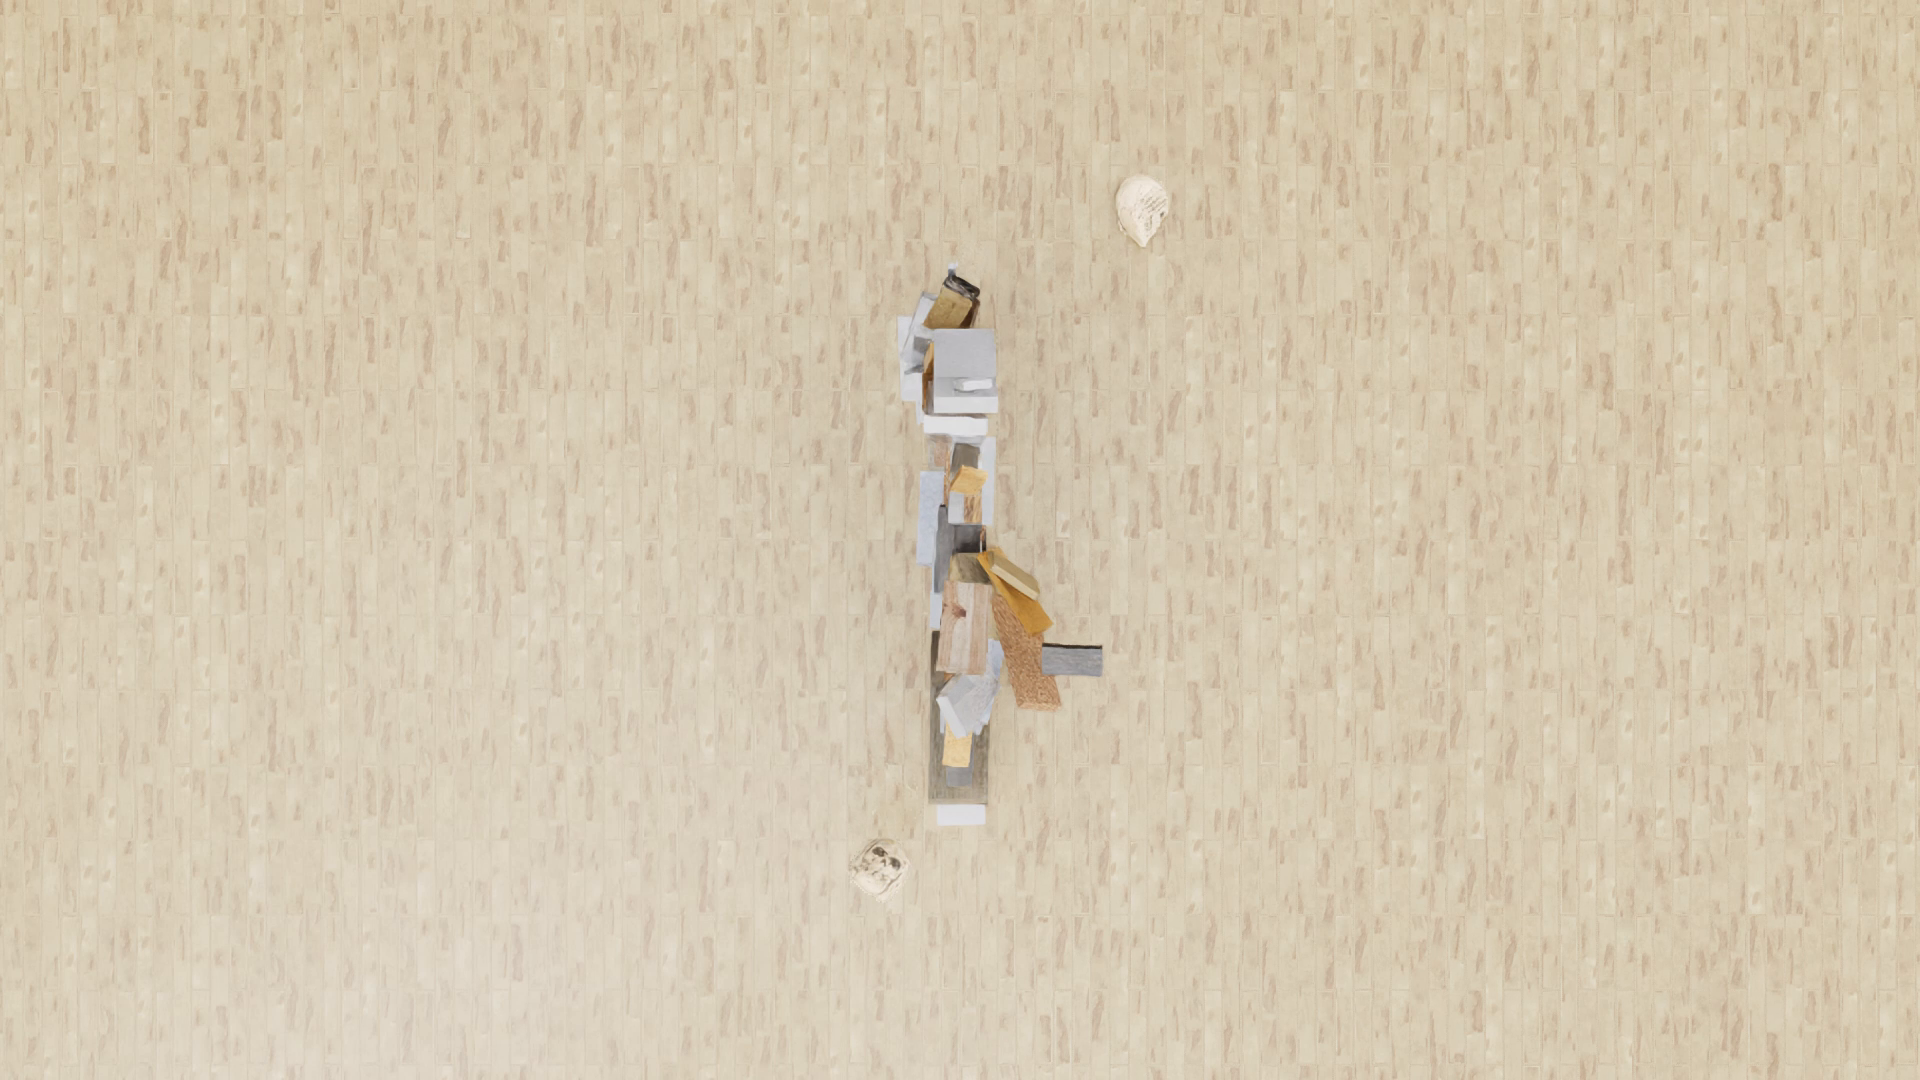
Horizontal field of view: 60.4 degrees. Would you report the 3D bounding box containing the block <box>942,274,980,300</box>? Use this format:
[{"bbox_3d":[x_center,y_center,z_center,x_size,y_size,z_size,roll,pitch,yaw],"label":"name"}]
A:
[{"bbox_3d":[0.007,-0.781,5.101,0.099,0.430,0.028,30,100,-2],"label":"block"}]

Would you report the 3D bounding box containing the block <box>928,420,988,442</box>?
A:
[{"bbox_3d":[-0.009,-0.314,4.673,0.160,0.320,0.045,1,88,-2],"label":"block"}]

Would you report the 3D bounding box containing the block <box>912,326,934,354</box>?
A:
[{"bbox_3d":[-0.096,-0.620,5.176,0.099,0.198,0.028,13,82,-2],"label":"block"}]

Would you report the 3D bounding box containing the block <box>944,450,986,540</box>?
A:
[{"bbox_3d":[0.016,-0.127,4.698,0.123,0.035,0.247,4,94,2],"label":"block"}]

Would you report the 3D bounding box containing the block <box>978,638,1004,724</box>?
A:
[{"bbox_3d":[0.044,0.371,4.406,0.112,0.032,0.223,16,71,-5],"label":"block"}]

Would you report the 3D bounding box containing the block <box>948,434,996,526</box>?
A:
[{"bbox_3d":[0.034,-0.167,4.620,0.123,0.035,0.247,2,84,-1],"label":"block"}]

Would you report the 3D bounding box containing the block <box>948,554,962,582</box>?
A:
[{"bbox_3d":[0.003,0.113,4.636,0.075,0.021,0.150,1,115,-19],"label":"block"}]

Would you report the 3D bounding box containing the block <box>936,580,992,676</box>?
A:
[{"bbox_3d":[0.011,0.222,4.177,0.121,0.034,0.242,7,59,-4],"label":"block"}]

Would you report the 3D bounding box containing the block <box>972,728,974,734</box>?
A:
[{"bbox_3d":[0.001,0.532,4.528,0.072,0.020,0.143,2,128,1],"label":"block"}]

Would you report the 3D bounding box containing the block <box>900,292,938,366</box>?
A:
[{"bbox_3d":[-0.096,-0.669,5.297,0.127,0.036,0.255,14,130,-10],"label":"block"}]

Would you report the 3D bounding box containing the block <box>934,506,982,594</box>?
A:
[{"bbox_3d":[-0.006,0.031,4.676,0.123,0.035,0.247,4,100,2],"label":"block"}]

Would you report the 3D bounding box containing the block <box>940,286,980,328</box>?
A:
[{"bbox_3d":[-0.012,-0.735,5.369,0.127,0.255,0.036,33,70,6],"label":"block"}]

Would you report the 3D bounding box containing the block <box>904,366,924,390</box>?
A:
[{"bbox_3d":[-0.092,-0.506,5.082,0.160,0.558,0.045,-4,98,-1],"label":"block"}]

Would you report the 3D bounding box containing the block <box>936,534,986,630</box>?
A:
[{"bbox_3d":[0.004,0.117,4.911,0.149,0.042,0.299,1,90,0],"label":"block"}]

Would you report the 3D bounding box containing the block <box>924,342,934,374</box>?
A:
[{"bbox_3d":[-0.011,-0.503,4.557,0.160,0.320,0.045,-2,89,-4],"label":"block"}]

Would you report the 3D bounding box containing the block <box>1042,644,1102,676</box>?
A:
[{"bbox_3d":[0.294,0.314,4.320,0.159,0.023,0.080,2,114,6],"label":"block"}]

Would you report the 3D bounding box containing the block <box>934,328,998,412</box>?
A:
[{"bbox_3d":[0.012,-0.440,4.255,0.160,0.320,0.045,0,130,-1],"label":"block"}]

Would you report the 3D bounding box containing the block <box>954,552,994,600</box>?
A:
[{"bbox_3d":[0.040,0.103,4.553,0.075,0.021,0.150,-1,57,-23],"label":"block"}]

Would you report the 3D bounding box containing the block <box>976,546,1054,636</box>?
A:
[{"bbox_3d":[0.149,0.138,4.496,0.269,0.080,0.023,55,131,18],"label":"block"}]

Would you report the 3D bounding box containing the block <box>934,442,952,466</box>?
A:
[{"bbox_3d":[-0.015,-0.331,4.852,0.116,0.033,0.231,1,90,-1],"label":"block"}]

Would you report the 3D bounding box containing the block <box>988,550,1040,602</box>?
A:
[{"bbox_3d":[0.145,0.095,4.453,0.159,0.080,0.023,35,111,-20],"label":"block"}]

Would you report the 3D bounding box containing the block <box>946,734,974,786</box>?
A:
[{"bbox_3d":[0.001,0.601,4.511,0.072,0.020,0.143,2,98,1],"label":"block"}]

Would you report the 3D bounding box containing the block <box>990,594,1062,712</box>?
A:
[{"bbox_3d":[0.175,0.301,4.418,0.121,0.034,0.337,10,50,-32],"label":"block"}]

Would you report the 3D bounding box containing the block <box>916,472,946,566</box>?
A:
[{"bbox_3d":[-0.052,-0.062,4.825,0.139,0.039,0.277,2,74,2],"label":"block"}]

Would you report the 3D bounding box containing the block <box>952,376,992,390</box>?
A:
[{"bbox_3d":[0.030,-0.387,4.083,0.072,0.144,0.020,-7,99,-9],"label":"block"}]

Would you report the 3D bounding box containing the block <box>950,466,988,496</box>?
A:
[{"bbox_3d":[0.023,-0.154,4.301,0.072,0.144,0.020,11,71,-9],"label":"block"}]

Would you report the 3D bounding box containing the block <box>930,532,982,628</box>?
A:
[{"bbox_3d":[-0.011,0.118,4.739,0.139,0.039,0.277,3,83,2],"label":"block"}]

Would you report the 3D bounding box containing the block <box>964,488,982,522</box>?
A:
[{"bbox_3d":[0.035,-0.095,4.550,0.047,0.013,0.095,0,89,-12],"label":"block"}]

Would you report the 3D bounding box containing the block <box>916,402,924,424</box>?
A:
[{"bbox_3d":[-0.124,-0.434,5.493,0.047,0.013,0.095,-4,90,0],"label":"block"}]

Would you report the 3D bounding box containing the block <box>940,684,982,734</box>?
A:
[{"bbox_3d":[0.004,0.465,4.513,0.112,0.223,0.032,2,56,1],"label":"block"}]

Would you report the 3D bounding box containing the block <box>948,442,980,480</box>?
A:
[{"bbox_3d":[0.013,-0.210,4.476,0.072,0.277,0.020,10,110,-1],"label":"block"}]

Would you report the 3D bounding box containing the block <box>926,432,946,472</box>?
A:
[{"bbox_3d":[-0.012,-0.265,5.126,0.174,0.049,0.347,-4,90,0],"label":"block"}]

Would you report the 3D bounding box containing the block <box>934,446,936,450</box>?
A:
[{"bbox_3d":[-0.017,-0.265,4.984,0.116,0.231,0.033,1,89,-1],"label":"block"}]

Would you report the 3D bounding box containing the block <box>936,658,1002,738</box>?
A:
[{"bbox_3d":[0.025,0.395,4.262,0.034,0.242,0.121,-16,108,31],"label":"block"}]

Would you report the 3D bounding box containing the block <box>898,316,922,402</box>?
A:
[{"bbox_3d":[-0.134,-0.599,5.437,0.127,0.036,0.279,1,100,23],"label":"block"}]

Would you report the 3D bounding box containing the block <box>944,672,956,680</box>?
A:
[{"bbox_3d":[0.028,0.344,4.549,0.112,0.223,0.032,6,67,-8],"label":"block"}]

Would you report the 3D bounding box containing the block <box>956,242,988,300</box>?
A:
[{"bbox_3d":[0.031,-0.868,5.322,0.084,0.024,0.167,11,94,-1],"label":"block"}]

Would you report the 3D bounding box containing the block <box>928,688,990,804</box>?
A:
[{"bbox_3d":[-0.002,0.574,4.612,0.166,0.047,0.331,1,60,1],"label":"block"}]

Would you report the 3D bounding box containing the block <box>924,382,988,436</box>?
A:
[{"bbox_3d":[-0.010,-0.348,4.331,0.160,0.320,0.045,3,111,0],"label":"block"}]

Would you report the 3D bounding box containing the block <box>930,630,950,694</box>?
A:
[{"bbox_3d":[-0.003,0.418,4.814,0.166,0.047,0.331,0,56,0],"label":"block"}]

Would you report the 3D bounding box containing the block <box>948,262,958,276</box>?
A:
[{"bbox_3d":[0.003,-0.864,5.416,0.084,0.167,0.024,0,73,0],"label":"block"}]

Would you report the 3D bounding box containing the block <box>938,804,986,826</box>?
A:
[{"bbox_3d":[0.001,0.720,5.026,0.145,0.041,0.290,-1,90,0],"label":"block"}]

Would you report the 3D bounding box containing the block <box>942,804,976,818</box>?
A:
[{"bbox_3d":[-0.002,0.706,4.792,0.099,0.028,0.198,0,90,0],"label":"block"}]

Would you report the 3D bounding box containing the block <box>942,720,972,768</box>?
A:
[{"bbox_3d":[-0.005,0.544,4.478,0.072,0.020,0.143,6,102,0],"label":"block"}]

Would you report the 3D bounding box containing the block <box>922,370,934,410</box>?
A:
[{"bbox_3d":[-0.025,-0.415,4.647,0.160,0.320,0.045,2,109,-3],"label":"block"}]

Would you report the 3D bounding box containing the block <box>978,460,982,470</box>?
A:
[{"bbox_3d":[0.035,-0.176,4.576,0.047,0.013,0.095,4,77,-11],"label":"block"}]

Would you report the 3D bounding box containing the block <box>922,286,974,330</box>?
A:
[{"bbox_3d":[-0.038,-0.680,4.955,0.099,0.198,0.028,27,63,-7],"label":"block"}]
